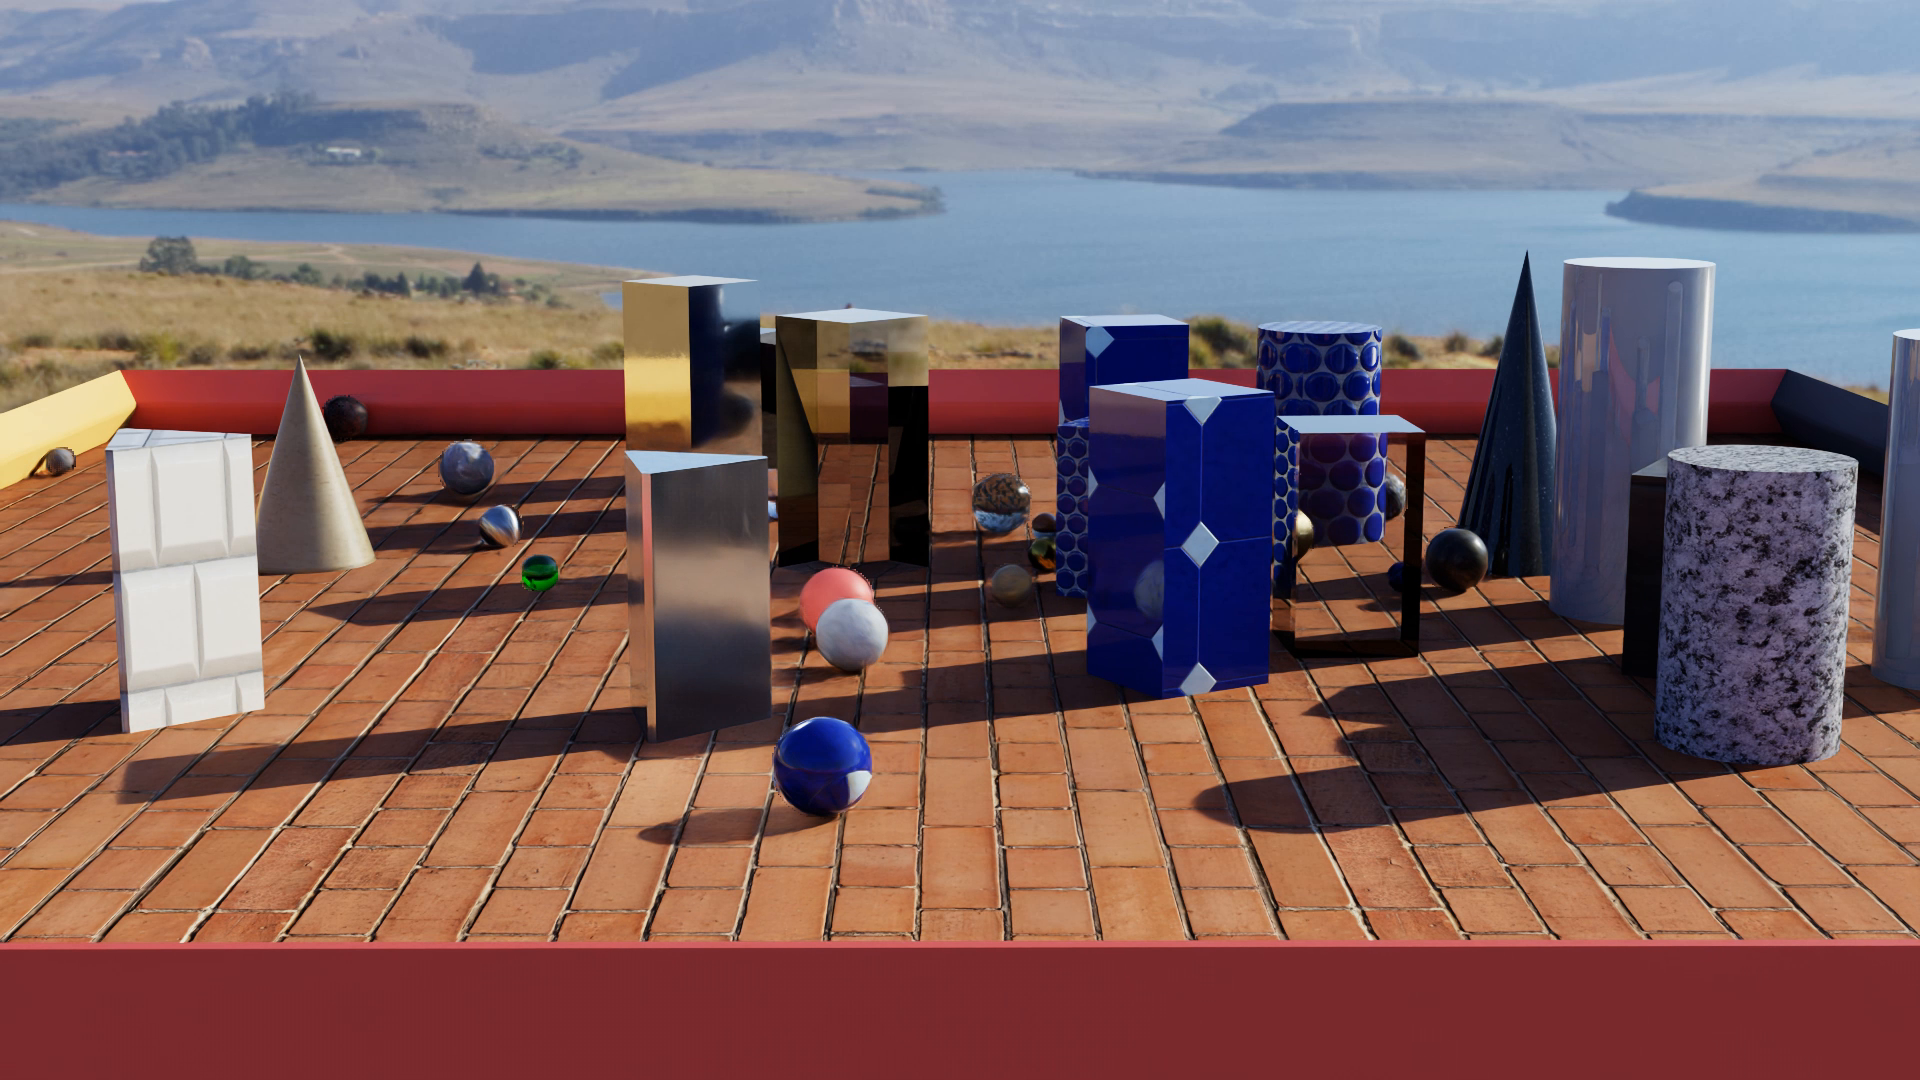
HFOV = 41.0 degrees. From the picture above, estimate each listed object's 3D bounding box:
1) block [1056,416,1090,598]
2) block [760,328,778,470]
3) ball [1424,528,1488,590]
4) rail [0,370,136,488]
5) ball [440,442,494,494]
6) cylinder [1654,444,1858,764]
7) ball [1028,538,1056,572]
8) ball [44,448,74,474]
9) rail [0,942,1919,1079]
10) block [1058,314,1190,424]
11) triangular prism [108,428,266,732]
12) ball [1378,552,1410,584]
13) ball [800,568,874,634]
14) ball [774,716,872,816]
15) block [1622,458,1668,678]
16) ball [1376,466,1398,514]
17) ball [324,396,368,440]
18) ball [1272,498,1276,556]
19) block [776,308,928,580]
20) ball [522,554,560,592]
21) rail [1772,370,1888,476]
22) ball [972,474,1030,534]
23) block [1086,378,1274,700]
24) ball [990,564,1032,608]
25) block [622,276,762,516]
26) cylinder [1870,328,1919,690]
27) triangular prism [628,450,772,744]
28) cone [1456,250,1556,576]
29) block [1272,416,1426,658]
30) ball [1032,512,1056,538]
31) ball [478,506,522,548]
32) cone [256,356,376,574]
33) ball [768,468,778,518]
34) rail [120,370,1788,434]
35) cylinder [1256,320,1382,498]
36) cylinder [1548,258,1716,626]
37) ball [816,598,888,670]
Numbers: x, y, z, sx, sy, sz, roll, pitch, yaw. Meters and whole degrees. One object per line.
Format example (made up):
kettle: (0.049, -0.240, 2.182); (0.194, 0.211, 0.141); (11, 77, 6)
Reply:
block: (0.238, -0.046, 3.572); (0.156, 0.238, 0.156); (5, 12, 27)
block: (-0.411, -0.239, 4.544); (0.156, 0.263, 0.156); (5, 12, 26)
ball: (0.695, 0.027, 3.590); (0.088, 0.088, 0.088); (0, 11, 0)
rail: (-1.636, 0.034, 3.440); (0.045, 0.126, 3.384); (0, 11, 0)
ball: (-0.844, -0.123, 4.392); (0.091, 0.091, 0.091); (0, 11, 0)
cylinder: (0.857, 0.066, 2.768); (0.195, 0.312, 0.195); (0, 11, 0)
ball: (0.124, 0.021, 3.726); (0.050, 0.050, 0.050); (0, 11, 0)
ball: (-1.616, -0.141, 4.604); (0.049, 0.049, 0.049); (0, 11, 0)
rail: (0.010, 0.337, 1.809); (3.320, 0.126, 0.045); (0, 11, 0)
block: (0.242, -0.153, 3.836); (0.156, 0.352, 0.156); (-2, 11, -12)
triangular prism: (-0.908, 0.038, 2.910); (0.169, 0.315, 0.146); (-10, 14, -42)
ball: (0.614, 0.040, 3.636); (0.045, 0.045, 0.045); (0, 11, 0)
ball: (-0.158, 0.082, 3.276); (0.094, 0.094, 0.094); (0, 11, 0)
ball: (-0.134, 0.222, 2.515); (0.097, 0.097, 0.097); (0, 11, 0)
block: (0.905, 0.037, 3.107); (0.156, 0.245, 0.156); (6, 12, 28)
ball: (0.676, -0.081, 4.192); (0.081, 0.081, 0.081); (0, 11, 0)
ball: (-1.203, -0.239, 5.025); (0.087, 0.087, 0.087); (0, 11, 0)
ball: (0.473, -0.019, 3.837); (0.088, 0.088, 0.088); (0, 11, 0)
block: (-0.156, -0.141, 3.725); (0.156, 0.370, 0.156); (10, 15, 44)
ball: (-0.587, 0.045, 3.589); (0.053, 0.053, 0.053); (0, 11, 0)
rail: (1.636, 0.031, 3.458); (0.045, 0.126, 3.384); (0, 11, 0)
ball: (0.065, -0.057, 4.030); (0.093, 0.093, 0.093); (0, 11, 0)
block: (0.261, -0.006, 3.051); (0.156, 0.349, 0.156); (-6, 12, -31)
ball: (0.070, 0.062, 3.483); (0.057, 0.057, 0.057); (0, 11, 0)
block: (-0.433, -0.230, 4.169); (0.156, 0.382, 0.156); (9, 14, 41)
cylinder: (1.199, -0.037, 3.049); (0.195, 0.411, 0.195); (0, 11, 0)
triangular prism: (-0.324, 0.055, 2.868); (0.169, 0.297, 0.146); (-10, 14, -43)
cone: (0.819, -0.194, 3.748); (0.195, 0.464, 0.195); (0, 11, 0)
block: (0.488, -0.007, 3.239); (0.156, 0.282, 0.156); (-1, 11, -3)
ball: (0.132, -0.020, 3.967); (0.043, 0.043, 0.043); (0, 11, 0)
ball: (-0.701, -0.021, 3.913); (0.064, 0.064, 0.064); (0, 11, 0)
cone: (-0.966, -0.121, 3.779); (0.195, 0.309, 0.195); (0, 11, 0)
ball: (-0.296, -0.076, 4.162); (0.082, 0.082, 0.082); (0, 11, 0)
rail: (-0.010, -0.272, 5.089); (3.320, 0.126, 0.045); (0, 11, 0)
cylinder: (0.565, -0.177, 4.055); (0.195, 0.320, 0.195); (0, 11, 0)
cylinder: (0.895, -0.135, 3.424); (0.195, 0.468, 0.195); (0, 11, 0)
ball: (-0.131, 0.115, 3.116); (0.089, 0.089, 0.089); (0, 11, 0)
